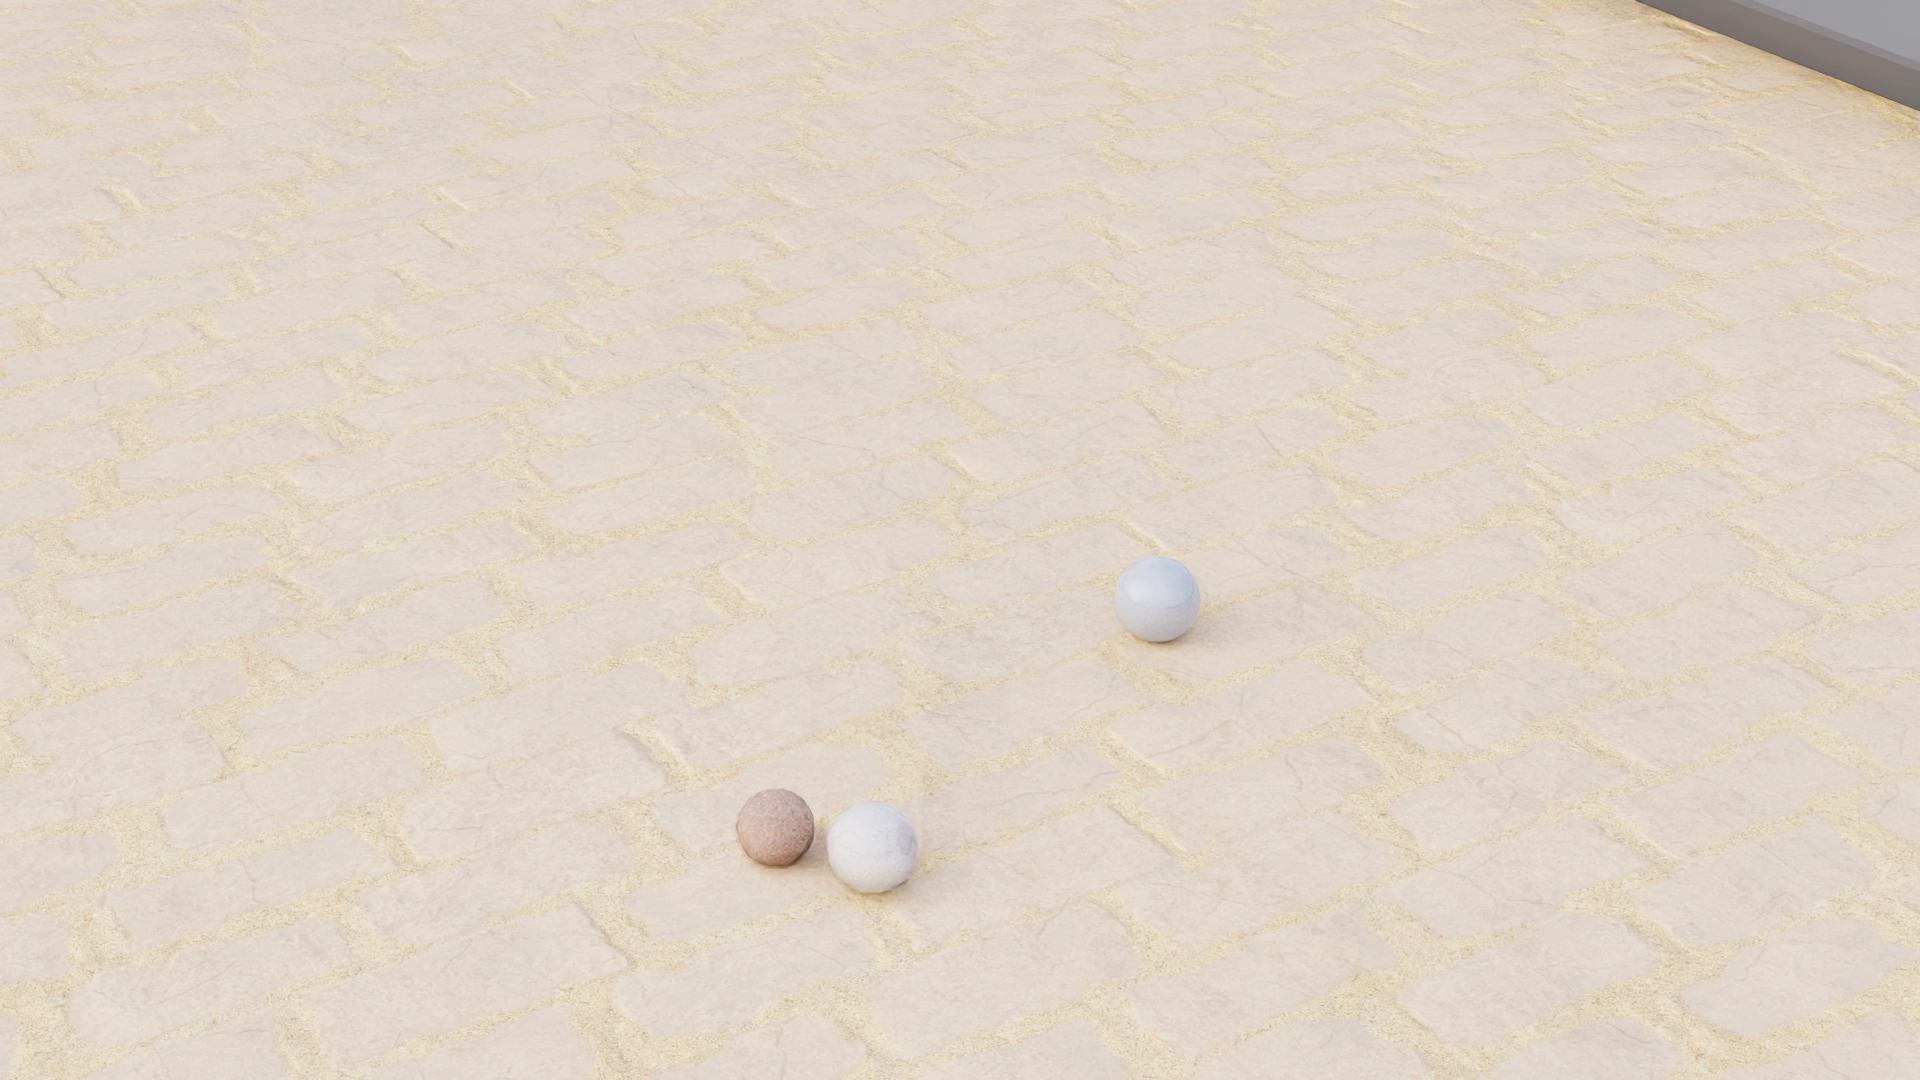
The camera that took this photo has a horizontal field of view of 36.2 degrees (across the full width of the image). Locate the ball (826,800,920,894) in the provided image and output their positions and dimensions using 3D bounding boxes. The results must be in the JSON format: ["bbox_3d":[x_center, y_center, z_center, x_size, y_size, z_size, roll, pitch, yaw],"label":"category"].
[{"bbox_3d":[-0.047,0.165,1.578,0.049,0.049,0.049,0,29,0],"label":"ball"}]

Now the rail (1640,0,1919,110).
[{"bbox_3d":[0.409,-0.766,3.216,0.045,0.114,4.411,-16,33,-27],"label":"rail"}]

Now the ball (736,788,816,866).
[{"bbox_3d":[-0.100,0.156,1.600,0.043,0.043,0.043,0,29,0],"label":"ball"}]

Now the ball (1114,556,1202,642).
[{"bbox_3d":[0.122,0.036,1.809,0.053,0.053,0.053,0,29,0],"label":"ball"}]
